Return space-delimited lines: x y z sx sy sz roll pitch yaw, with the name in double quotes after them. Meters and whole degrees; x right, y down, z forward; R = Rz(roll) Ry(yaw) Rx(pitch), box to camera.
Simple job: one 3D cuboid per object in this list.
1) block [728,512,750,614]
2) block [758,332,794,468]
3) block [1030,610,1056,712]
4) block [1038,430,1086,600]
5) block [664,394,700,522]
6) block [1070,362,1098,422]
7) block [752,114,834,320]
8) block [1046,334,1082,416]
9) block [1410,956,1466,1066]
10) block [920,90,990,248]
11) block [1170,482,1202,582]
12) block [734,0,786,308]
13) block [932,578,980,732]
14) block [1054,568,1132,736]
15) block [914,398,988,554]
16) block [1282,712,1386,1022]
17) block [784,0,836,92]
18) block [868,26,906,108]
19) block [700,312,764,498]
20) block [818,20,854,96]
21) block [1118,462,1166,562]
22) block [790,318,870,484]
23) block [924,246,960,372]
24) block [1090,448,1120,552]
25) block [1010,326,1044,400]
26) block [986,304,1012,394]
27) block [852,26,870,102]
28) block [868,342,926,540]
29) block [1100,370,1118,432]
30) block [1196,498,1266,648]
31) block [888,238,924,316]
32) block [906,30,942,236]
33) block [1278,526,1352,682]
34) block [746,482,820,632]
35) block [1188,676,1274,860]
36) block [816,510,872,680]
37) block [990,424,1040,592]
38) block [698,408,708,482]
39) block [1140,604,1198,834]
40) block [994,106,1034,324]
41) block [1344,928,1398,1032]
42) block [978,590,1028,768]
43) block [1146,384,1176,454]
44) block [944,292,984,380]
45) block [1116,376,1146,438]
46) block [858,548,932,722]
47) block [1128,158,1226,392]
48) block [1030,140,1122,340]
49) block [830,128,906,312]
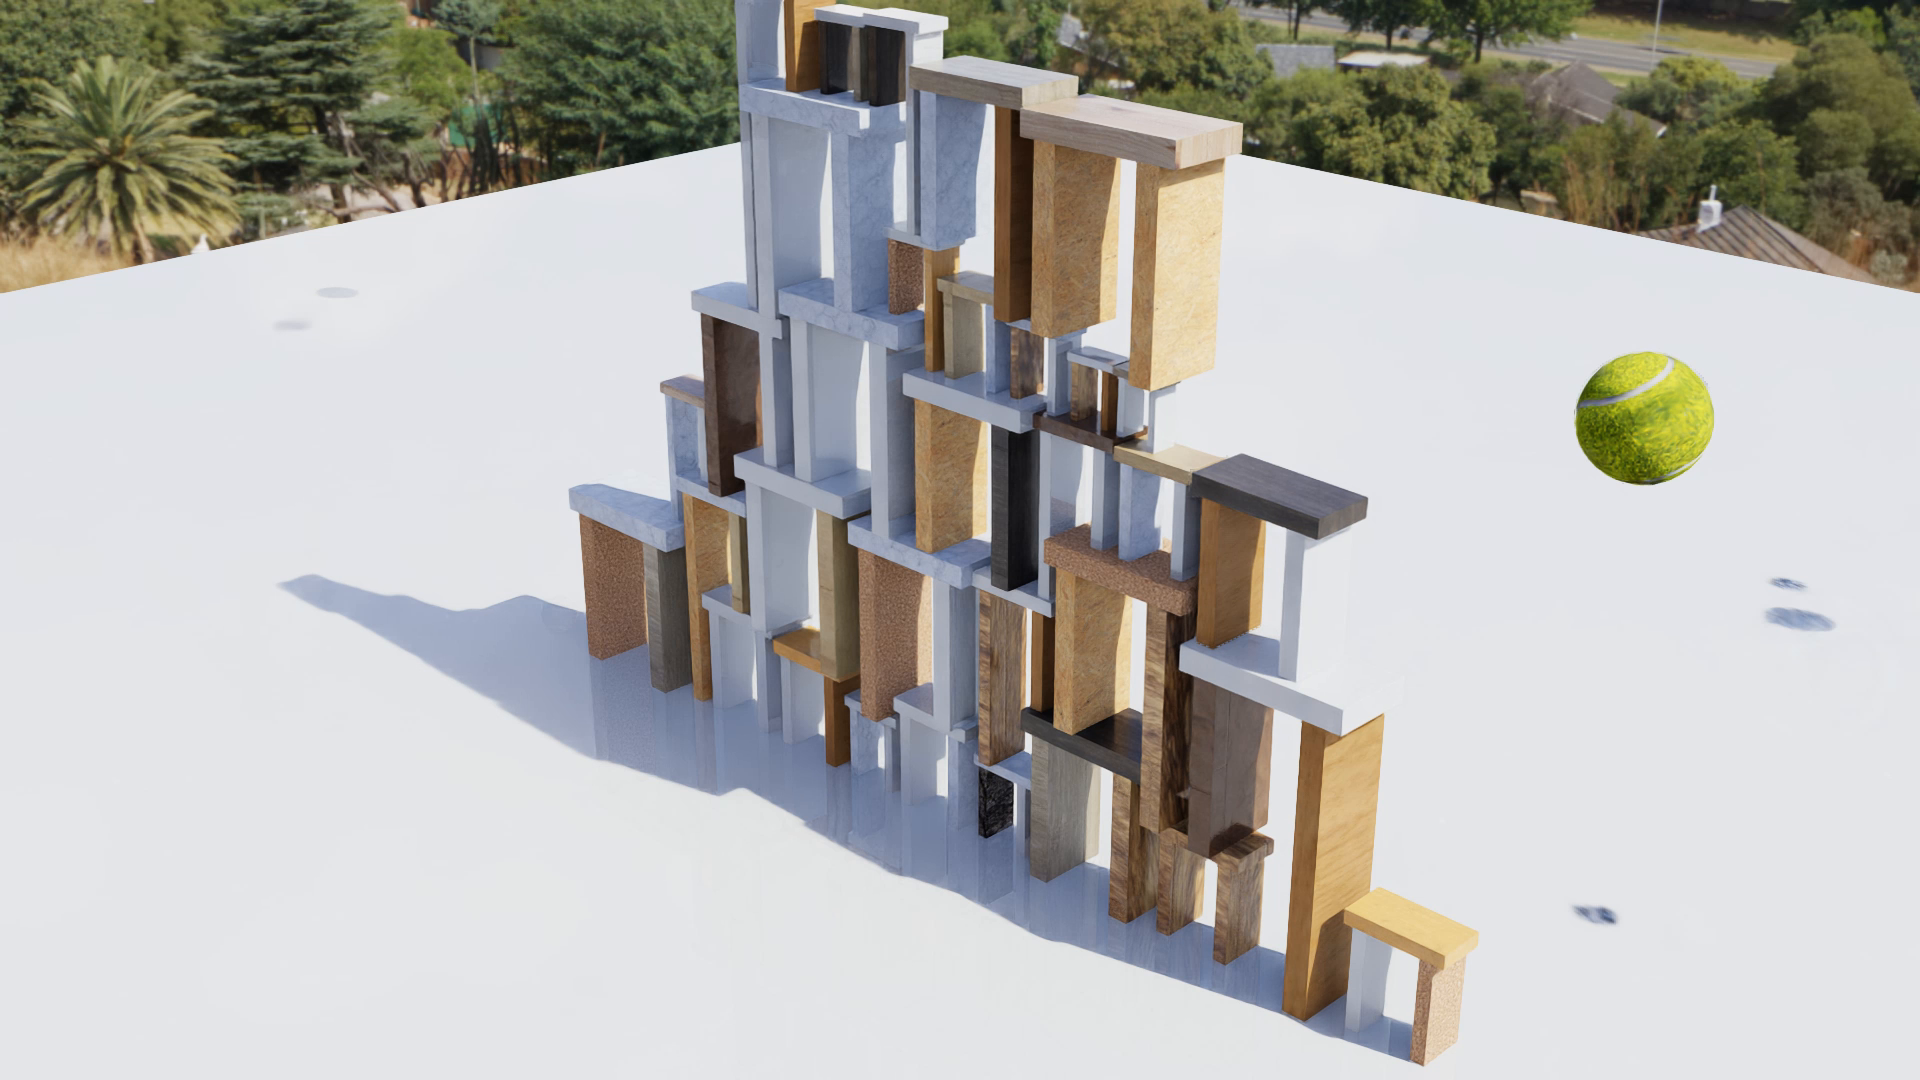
-0.436 0.033 4.708 0.033 0.229 0.115 21 31 40 "block"
-0.335 -0.298 4.454 0.140 0.280 0.040 -21 31 -40 "block"
0.178 0.212 4.116 0.029 0.203 0.101 21 31 41 "block"
0.186 -0.056 3.998 0.027 0.325 0.094 21 31 41 "block"
-0.596 -0.188 4.796 0.024 0.289 0.083 21 31 41 "block"
0.220 -0.268 3.878 0.015 0.107 0.054 21 31 41 "block"
-0.320 -0.645 4.297 0.048 0.401 0.169 21 31 40 "block"
0.185 -0.296 3.898 0.019 0.143 0.067 21 31 41 "block"
0.802 0.772 3.684 0.028 0.200 0.100 21 31 41 "block"
-0.008 -0.677 3.948 0.138 0.276 0.039 -21 31 -40 "block"
0.402 -0.026 3.768 0.090 0.179 0.025 -21 31 -40 "block"
-0.378 -0.781 4.290 0.104 0.657 0.029 -21 31 -40 "block"
0.020 0.202 4.288 0.157 0.315 0.045 -21 31 -40 "block"
0.245 0.182 4.034 0.161 0.321 0.046 -21 31 -41 "block"
-0.016 -0.140 4.187 0.043 0.303 0.152 21 31 40 "block"
0.638 0.540 3.758 0.048 0.569 0.170 21 31 41 "block"
-0.280 -0.950 4.113 0.029 0.208 0.104 21 31 40 "block"
-0.133 -0.865 3.994 0.021 0.145 0.072 21 31 41 "block"
-0.467 -0.296 4.598 0.040 0.397 0.140 21 31 40 "block"
-0.230 -0.902 4.093 0.019 0.136 0.068 21 31 41 "block"
0.318 -0.059 3.846 0.090 0.179 0.025 -21 31 -40 "block"
-0.254 -0.297 4.378 0.168 0.336 0.048 -21 31 -40 "block"
-0.033 -0.432 4.079 0.072 0.234 0.020 -21 31 -40 "block"
0.275 -0.083 3.890 0.094 0.189 0.027 -21 31 -40 "block"
0.122 -0.326 3.955 0.067 0.134 0.019 -21 31 -40 "block"
0.083 -0.355 3.988 0.081 0.162 0.023 -21 30 -40 "block"
-0.165 -0.877 4.034 0.019 0.136 0.068 21 31 40 "block"
-0.096 -0.210 4.242 0.048 0.389 0.168 21 31 40 "block"
0.269 -0.248 3.831 0.054 0.107 0.015 -21 31 -41 "block"
0.463 0.040 3.742 0.131 0.263 0.037 -21 31 -40 "block"
-0.101 -0.500 4.121 0.020 0.144 0.072 21 31 40 "block"
-0.064 -0.738 3.977 0.072 0.366 0.021 -21 31 -40 "block"
0.587 0.091 3.628 0.131 0.263 0.037 -21 31 -40 "block"
-0.366 0.013 4.623 0.047 0.332 0.166 21 31 40 "block"
0.477 0.372 3.860 0.048 0.340 0.170 20 30 40 "block"
-0.211 0.089 4.485 0.047 0.363 0.166 21 31 41 "block"
0.126 -0.077 4.058 0.152 0.318 0.043 -22 31 -41 "block"
-0.518 -0.214 4.699 0.024 0.167 0.083 21 31 40 "block"
0.395 0.295 3.917 0.161 0.438 0.046 -21 31 -40 "block"
0.122 -0.579 3.847 0.138 0.378 0.039 -21 31 -40 "block"
0.708 0.736 3.771 0.028 0.200 0.100 21 31 41 "block"
0.083 0.252 4.236 0.029 0.371 0.101 21 31 41 "block"
0.345 -0.211 3.757 0.054 0.118 0.015 -21 31 -40 "block"
0.007 -0.385 4.058 0.081 0.162 0.023 -21 30 -40 "block"
0.296 -0.235 3.801 0.015 0.107 0.054 23 32 40 "block"
-0.129 0.170 4.435 0.045 0.372 0.158 21 31 40 "block"
0.360 -0.450 3.647 0.048 0.378 0.169 22 31 40 "block"
0.200 -0.531 3.786 0.048 0.338 0.169 22 31 40 "block"
-0.162 -0.612 4.138 0.048 0.338 0.169 21 31 40 "block"
